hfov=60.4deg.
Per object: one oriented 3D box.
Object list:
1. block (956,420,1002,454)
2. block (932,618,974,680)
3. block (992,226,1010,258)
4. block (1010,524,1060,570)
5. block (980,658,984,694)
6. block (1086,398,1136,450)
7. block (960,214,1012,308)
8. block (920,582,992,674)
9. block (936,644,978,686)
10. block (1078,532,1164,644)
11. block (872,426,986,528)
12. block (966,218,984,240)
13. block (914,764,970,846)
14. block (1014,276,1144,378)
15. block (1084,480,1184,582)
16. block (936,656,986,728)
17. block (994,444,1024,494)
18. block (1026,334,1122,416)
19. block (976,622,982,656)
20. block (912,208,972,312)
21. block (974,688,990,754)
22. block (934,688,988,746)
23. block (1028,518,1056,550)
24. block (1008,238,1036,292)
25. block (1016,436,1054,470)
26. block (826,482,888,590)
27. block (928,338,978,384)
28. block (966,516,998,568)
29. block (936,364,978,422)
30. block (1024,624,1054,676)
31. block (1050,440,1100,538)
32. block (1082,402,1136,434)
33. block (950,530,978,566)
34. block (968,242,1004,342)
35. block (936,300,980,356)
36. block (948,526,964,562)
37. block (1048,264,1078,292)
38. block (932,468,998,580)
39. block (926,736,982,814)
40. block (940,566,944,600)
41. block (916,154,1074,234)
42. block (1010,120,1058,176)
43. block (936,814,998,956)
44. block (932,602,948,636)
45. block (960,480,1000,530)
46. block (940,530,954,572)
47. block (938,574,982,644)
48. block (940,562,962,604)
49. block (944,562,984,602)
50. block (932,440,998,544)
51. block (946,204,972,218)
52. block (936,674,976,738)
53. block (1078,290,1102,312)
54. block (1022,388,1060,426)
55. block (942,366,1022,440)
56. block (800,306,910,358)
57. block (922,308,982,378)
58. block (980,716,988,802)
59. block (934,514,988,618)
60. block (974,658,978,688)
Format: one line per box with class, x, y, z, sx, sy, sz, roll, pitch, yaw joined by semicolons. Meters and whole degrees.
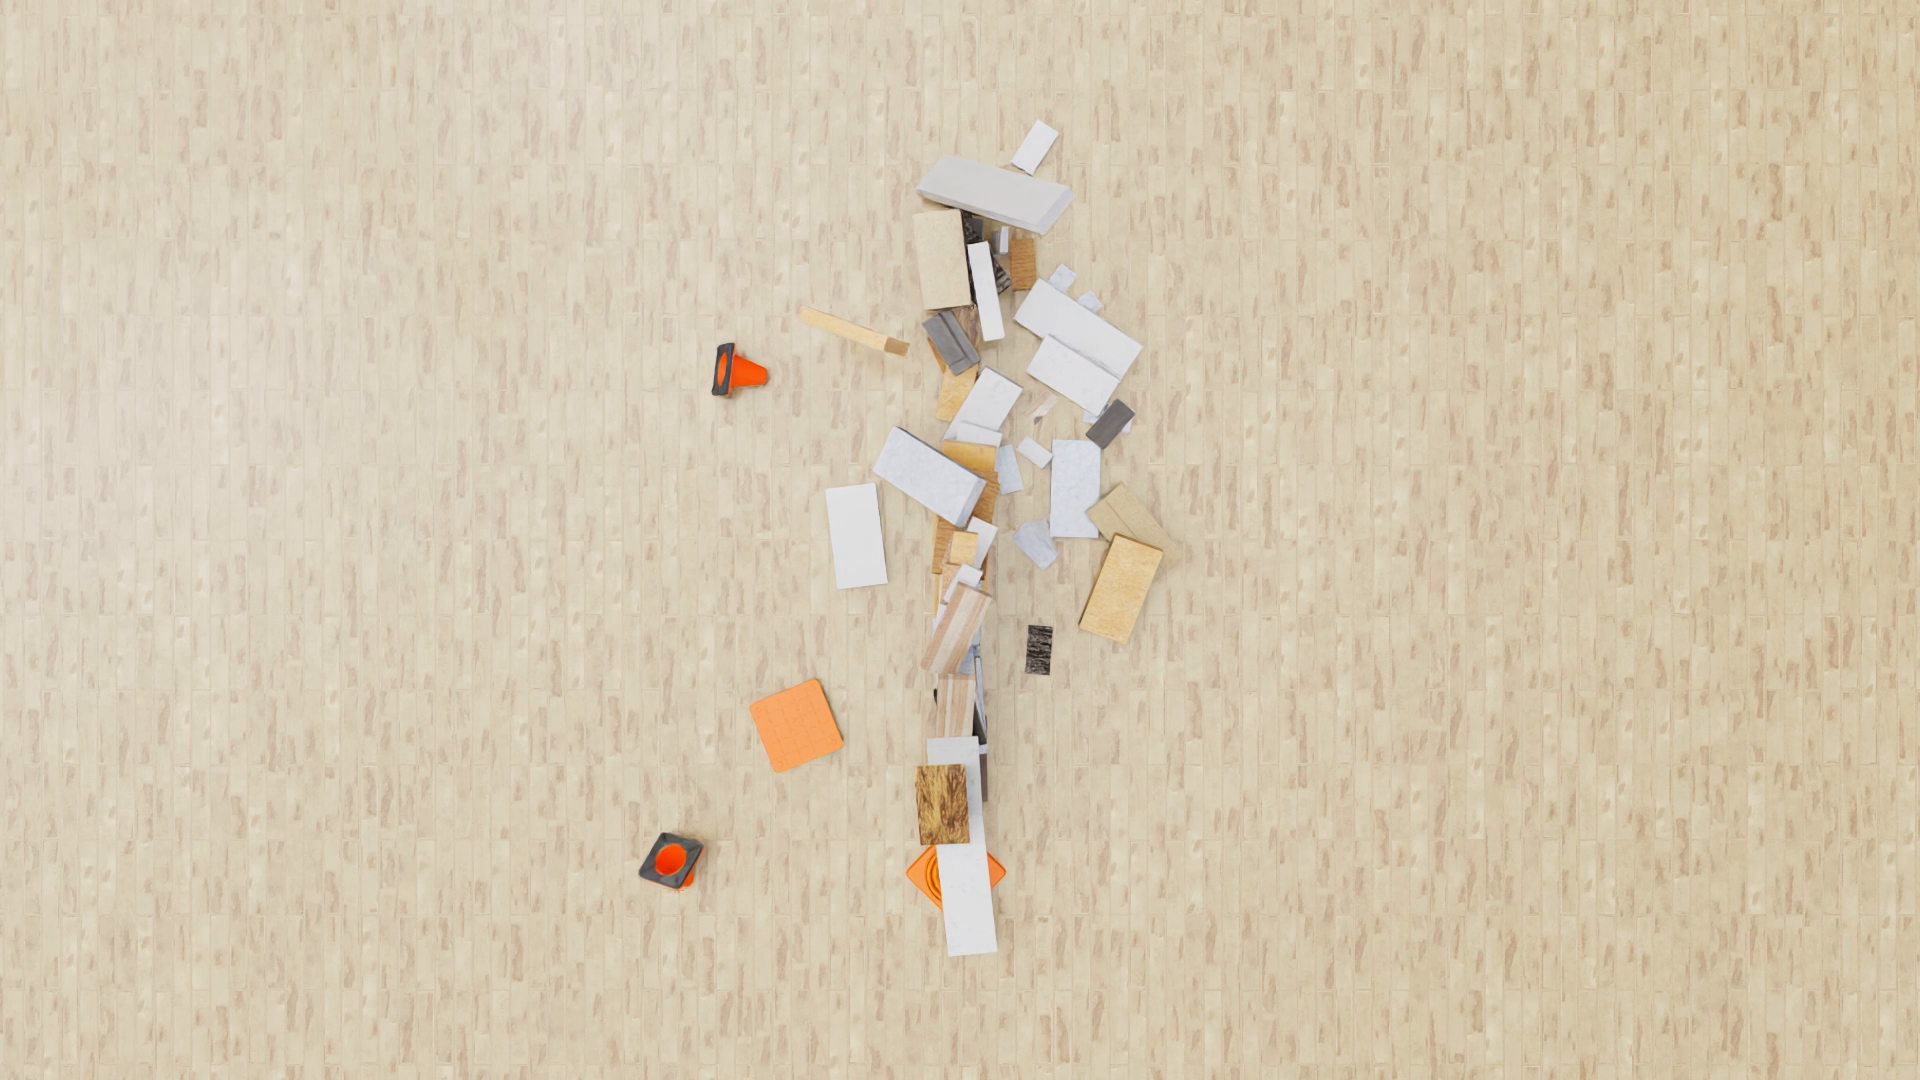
block;0.036;-0.239;5.443;0.141;0.040;0.283;15;105;-1
block;-0.017;0.380;5.275;0.122;0.035;0.262;-4;79;-1
block;0.131;-0.976;5.414;0.024;0.167;0.084;4;92;-9
block;0.248;0.022;5.465;0.154;0.022;0.077;44;128;2
block;0.004;0.535;5.428;0.145;0.041;0.291;-2;106;0
block;0.497;-0.382;5.453;0.081;0.023;0.161;41;82;5
block;0.034;-0.907;5.379;0.139;0.039;0.278;-37;91;1
block;-0.013;0.287;5.174;0.115;0.033;0.310;22;110;-5
block;-0.009;0.445;5.444;0.137;0.039;0.275;-3;106;0
block;0.528;0.159;5.432;0.167;0.047;0.334;20;103;-5
block;-0.103;-0.208;5.333;0.426;0.047;0.167;34;102;40
block;0.001;-0.922;5.447;0.139;0.039;0.278;2;103;-1
block;-0.056;0.849;5.277;0.161;0.046;0.322;-3;128;1
block;0.391;-0.689;5.452;0.409;0.045;0.160;33;109;0
block;0.574;-0.021;5.448;0.160;0.045;0.320;-41;101;0
block;0.004;0.529;5.354;0.145;0.041;0.291;-5;93;0
block;0.155;-0.234;5.489;0.077;0.022;0.154;-15;90;0
block;0.374;-0.545;5.441;0.283;0.040;0.141;33;110;5
block;0.001;0.254;5.432;0.137;0.039;0.275;2;106;0
block;-0.059;-0.905;5.338;0.155;0.044;0.310;-7;91;1
block;0.013;0.582;5.258;0.122;0.035;0.244;-9;120;3
block;0.001;0.558;5.205;0.115;0.033;0.230;-14;120;6
block;0.271;-0.012;5.459;0.059;0.017;0.119;-6;112;32
block;0.208;-0.916;5.488;0.084;0.024;0.167;-5;90;0
block;0.249;-0.289;5.467;0.119;0.017;0.059;39;90;25
block;-0.343;-0.013;5.476;0.167;0.047;0.334;-7;90;0
block;-0.018;-0.593;5.445;0.103;0.029;0.205;-23;107;7
block;0.044;0.023;5.218;0.087;0.025;0.174;25;81;-4
block;-0.011;-0.493;5.448;0.103;0.029;0.205;11;109;-4
block;0.263;0.367;5.489;0.081;0.023;0.161;5;90;0
block;0.381;-0.170;5.477;0.160;0.045;0.320;2;90;0
block;0.494;-0.413;5.488;0.161;0.023;0.081;15;90;0
block;0.006;0.069;5.173;0.077;0.022;0.197;8;105;0
block;0.084;-0.806;5.352;0.068;0.019;0.316;-10;91;0
block;-0.006;-0.728;5.450;0.139;0.039;0.278;-1;103;0
block;0.023;0.001;5.265;0.087;0.025;0.174;16;69;0
block;0.323;-0.845;5.490;0.068;0.019;0.136;37;90;0
block;0.016;-0.055;5.332;0.174;0.049;0.348;7;84;1
block;-0.016;0.757;5.267;0.161;0.046;0.322;-3;130;1
block;-0.026;0.154;5.220;0.068;0.019;0.136;5;82;0
block;0.100;-1.101;5.219;0.155;0.673;0.044;-51;130;-7
block;0.248;-1.304;5.488;0.084;0.024;0.167;33;90;0
block;0.010;1.061;5.424;0.161;0.046;0.601;-6;93;1
block;-0.046;0.279;5.201;0.068;0.019;0.159;11;110;-1
block;0.065;-0.110;5.280;0.087;0.025;0.174;17;71;0
block;-0.012;0.045;5.269;0.068;0.019;0.136;19;69;2
block;0.000;0.199;5.350;0.137;0.039;0.274;3;84;0
block;-0.019;0.141;5.169;0.068;0.019;0.137;7;110;1
block;0.010;0.141;5.147;0.068;0.019;0.137;27;109;-7
block;0.014;-0.147;5.422;0.174;0.049;0.348;7;106;1
block;-0.009;-1.113;5.480;0.063;0.018;0.127;-20;82;-3
block;-0.015;0.522;5.146;0.115;0.033;0.230;1;120;-3
block;0.400;-0.766;5.490;0.136;0.019;0.068;-35;90;0
block;0.270;-0.445;5.492;0.059;0.017;0.119;44;90;0
block;0.074;-0.418;5.433;0.141;0.040;0.283;30;107;-5
block;-0.326;-0.644;5.094;0.310;0.155;0.044;23;97;22
block;-0.026;-0.645;5.381;0.103;0.029;0.205;-32;86;5
block;0.017;0.722;5.439;0.145;0.041;0.291;-1;106;-1
block;0.006;0.079;5.430;0.174;0.049;0.348;1;105;0
block;-0.004;0.504;5.315;0.122;0.035;0.244;-3;93;0
